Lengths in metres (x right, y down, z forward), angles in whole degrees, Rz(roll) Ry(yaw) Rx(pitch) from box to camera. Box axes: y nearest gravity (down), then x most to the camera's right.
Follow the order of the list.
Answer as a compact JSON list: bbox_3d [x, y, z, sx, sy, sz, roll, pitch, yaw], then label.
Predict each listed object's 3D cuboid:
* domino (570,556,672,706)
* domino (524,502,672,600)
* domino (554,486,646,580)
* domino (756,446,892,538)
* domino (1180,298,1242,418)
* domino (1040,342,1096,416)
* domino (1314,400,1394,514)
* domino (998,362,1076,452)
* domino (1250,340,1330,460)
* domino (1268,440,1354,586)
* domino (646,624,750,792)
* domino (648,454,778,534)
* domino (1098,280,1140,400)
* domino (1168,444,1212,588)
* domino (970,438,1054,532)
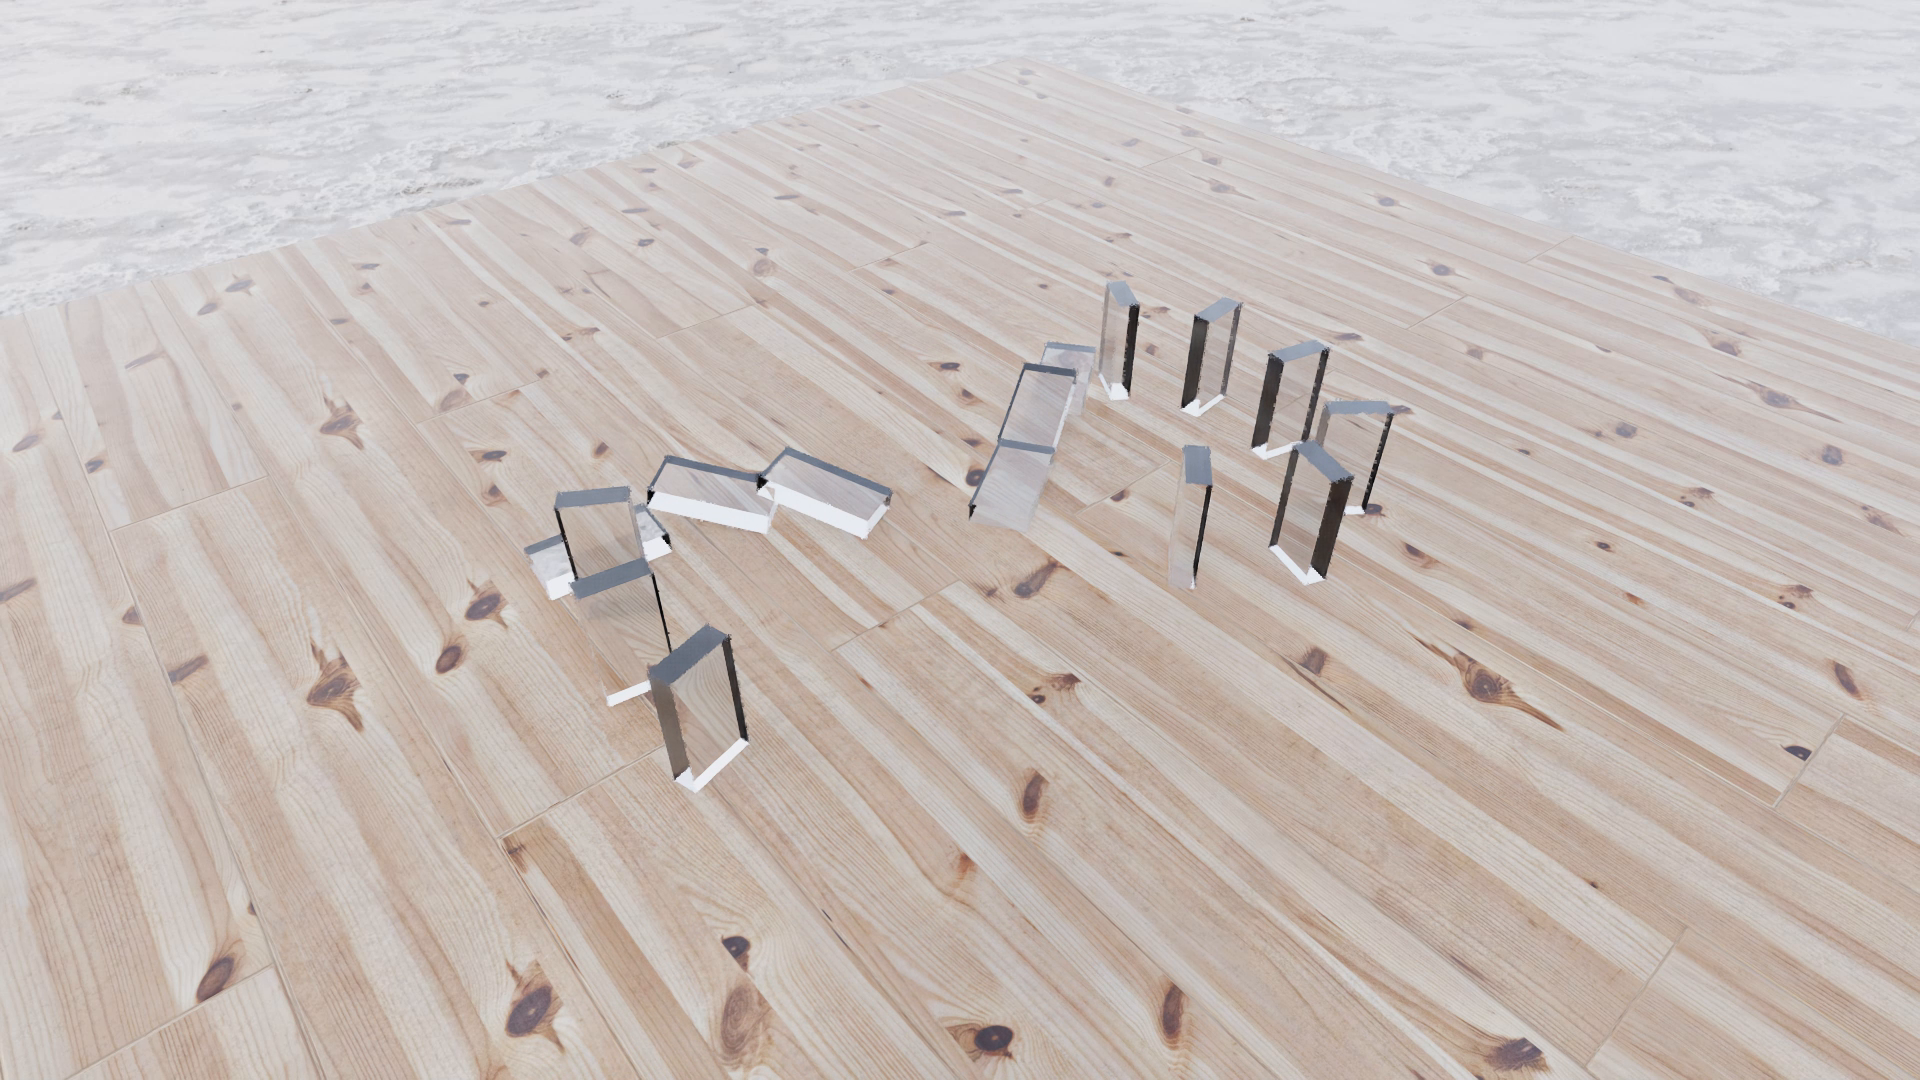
[{"bbox_3d":[-0.113,0.032,0.373,0.025,0.050,0.009,-22,44,-24],"label":"domino"},{"bbox_3d":[-0.144,0.004,0.439,0.050,0.010,0.025,-25,45,-27],"label":"domino"},{"bbox_3d":[-0.131,0.004,0.407,0.025,0.050,0.010,-6,40,-8],"label":"domino"},{"bbox_3d":[-0.056,-0.020,0.460,0.050,0.010,0.025,22,40,9],"label":"domino"},{"bbox_3d":[0.118,-0.086,0.516,0.010,0.050,0.025,30,48,31],"label":"domino"},{"bbox_3d":[0.051,-0.080,0.541,0.025,0.010,0.050,8,40,10],"label":"domino"},{"bbox_3d":[0.158,-0.033,0.452,0.025,0.050,0.009,0,39,-1],"label":"domino"},{"bbox_3d":[0.036,-0.060,0.507,0.025,0.010,0.050,11,54,13],"label":"domino"},{"bbox_3d":[0.146,-0.062,0.487,0.025,0.050,0.009,-18,43,-21],"label":"domino"},{"bbox_3d":[0.135,-0.010,0.424,0.009,0.050,0.025,-14,41,-16],"label":"domino"},{"bbox_3d":[-0.081,0.054,0.346,0.009,0.050,0.025,23,45,26],"label":"domino"},{"bbox_3d":[-0.102,-0.019,0.460,0.050,0.009,0.025,13,40,-2],"label":"domino"},{"bbox_3d":[0.076,-0.095,0.528,0.009,0.050,0.025,-6,40,-7],"label":"domino"},{"bbox_3d":[0.088,-0.009,0.422,0.010,0.050,0.025,5,40,6],"label":"domino"},{"bbox_3d":[0.023,-0.024,0.473,0.025,0.010,0.050,11,41,13],"label":"domino"}]
